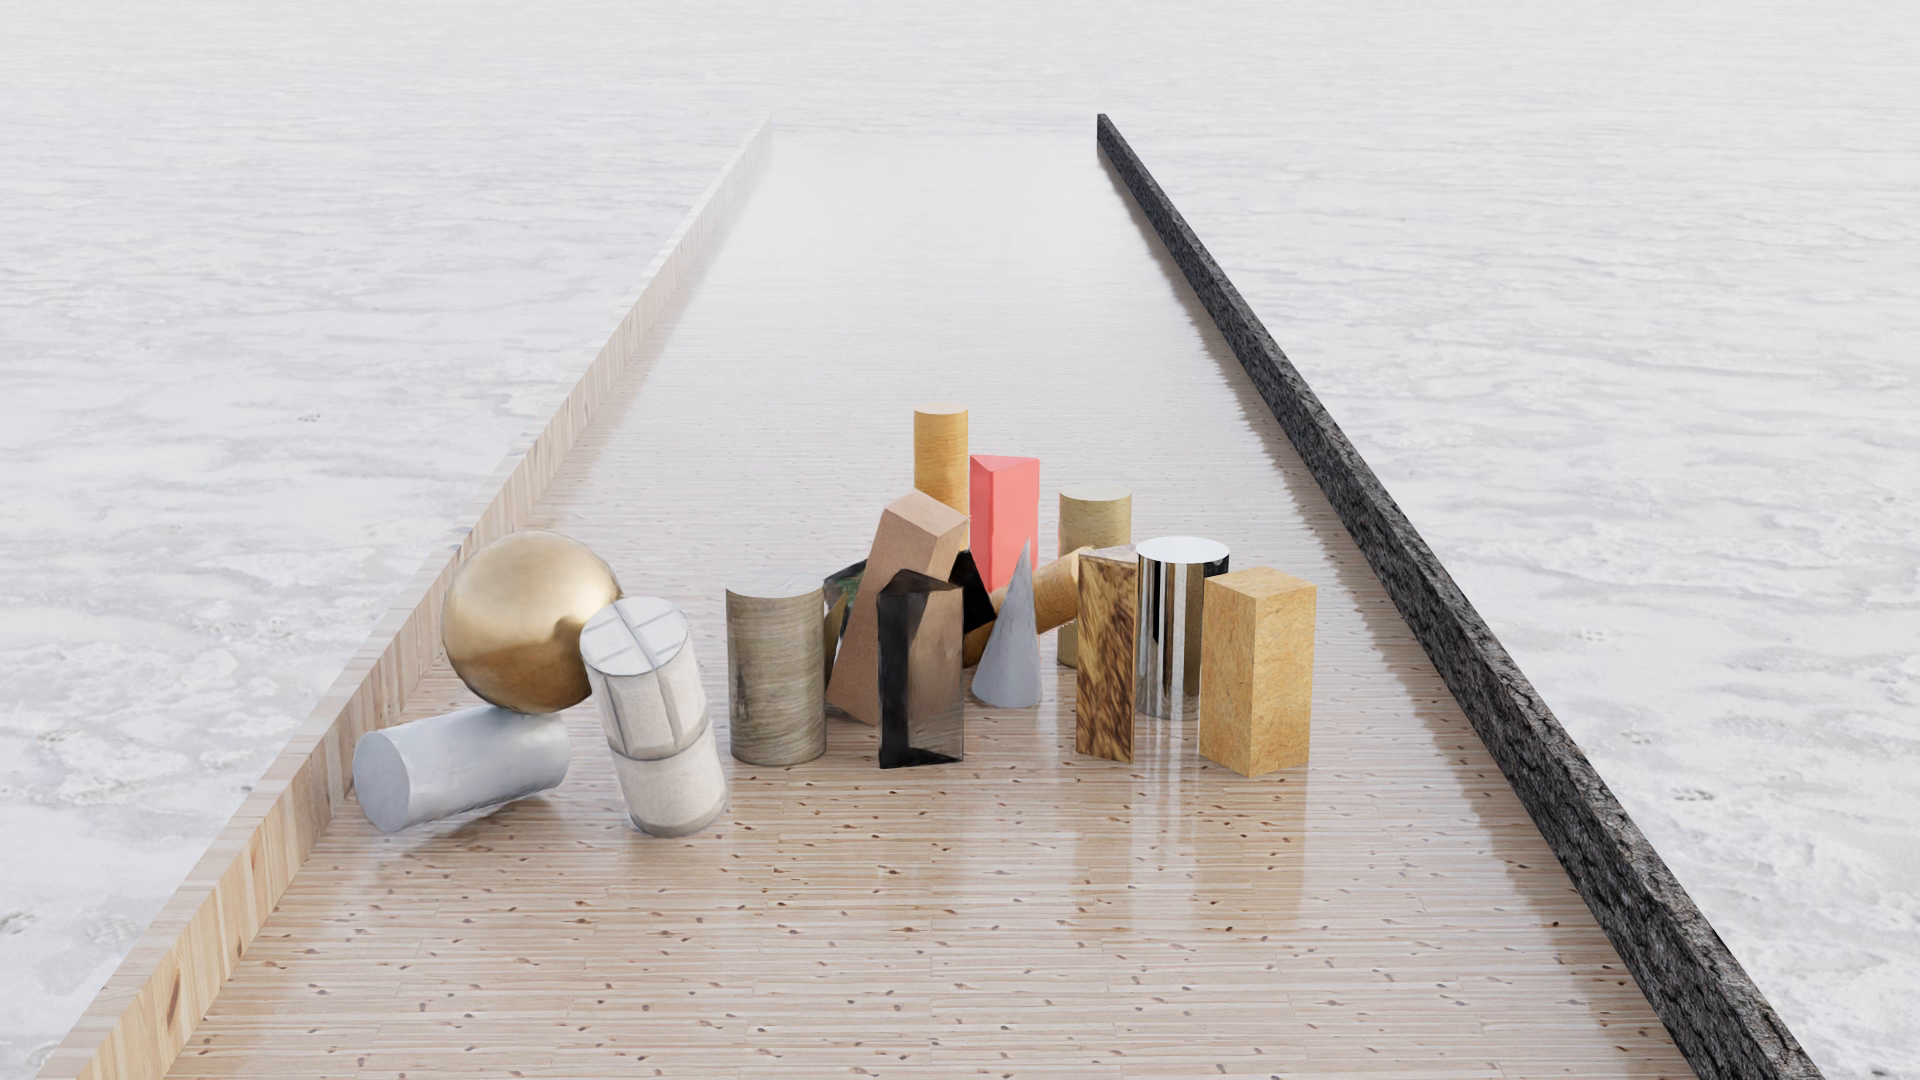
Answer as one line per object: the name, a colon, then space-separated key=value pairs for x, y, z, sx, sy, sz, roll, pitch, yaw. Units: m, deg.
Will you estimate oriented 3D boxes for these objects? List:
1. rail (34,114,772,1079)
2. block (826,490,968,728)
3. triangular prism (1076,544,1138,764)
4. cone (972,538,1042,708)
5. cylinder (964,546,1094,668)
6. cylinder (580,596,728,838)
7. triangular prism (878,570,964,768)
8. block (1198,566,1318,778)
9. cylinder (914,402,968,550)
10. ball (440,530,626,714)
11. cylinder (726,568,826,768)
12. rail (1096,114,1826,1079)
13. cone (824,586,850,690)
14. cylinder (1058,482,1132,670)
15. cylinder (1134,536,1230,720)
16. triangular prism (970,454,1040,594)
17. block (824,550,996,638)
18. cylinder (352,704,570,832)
rail: x=-1.118 y=-0.838 z=7.780 sx=0.050 sy=0.150 sz=12.000 roll=0 pitch=17 yaw=-1
block: x=-0.118 y=0.127 z=4.026 sx=0.116 sy=0.421 sz=0.116 roll=29 pitch=30 yaw=18
triangular prism: x=0.282 y=0.197 z=3.910 sx=0.114 sy=0.372 sz=0.099 roll=10 pitch=19 yaw=30
cone: x=0.108 y=0.138 z=4.144 sx=0.137 sy=0.333 sz=0.137 roll=6 pitch=25 yaw=-3
cylinder: x=0.125 y=0.133 z=4.256 sx=0.379 sy=0.116 sz=0.116 roll=-28 pitch=-6 yaw=41
cylinder: x=-0.485 y=0.287 z=3.513 sx=0.167 sy=0.394 sz=0.167 roll=-4 pitch=44 yaw=3
triangular prism: x=-0.083 y=0.224 z=3.901 sx=0.151 sy=0.323 sz=0.131 roll=-4 pitch=18 yaw=-13
block: x=0.523 y=0.230 z=3.877 sx=0.138 sy=0.329 sz=0.138 roll=-11 pitch=20 yaw=-32
cylinder: x=-0.042 y=-0.099 z=4.866 sx=0.120 sy=0.396 sz=0.120 roll=0 pitch=17 yaw=0
ball: x=-0.701 y=0.135 z=3.631 sx=0.305 sy=0.305 sz=0.305 roll=0 pitch=17 yaw=0
cylinder: x=-0.327 y=0.226 z=3.916 sx=0.173 sy=0.314 sz=0.173 roll=0 pitch=17 yaw=0
rail: x=0.932 y=-0.844 z=7.801 sx=0.050 sy=0.150 sz=12.000 roll=0 pitch=17 yaw=-1
cone: x=-0.245 y=0.178 z=3.988 sx=0.101 sy=0.101 sz=0.424 roll=-6 pitch=-26 yaw=-19
cylinder: x=0.267 y=0.072 z=4.373 sx=0.143 sy=0.350 sz=0.143 roll=0 pitch=17 yaw=0
cylinder: x=0.414 y=0.165 z=4.134 sx=0.174 sy=0.307 sz=0.174 roll=0 pitch=17 yaw=0
triangular prism: x=0.069 y=-0.007 z=4.658 sx=0.127 sy=0.337 sz=0.147 roll=15 pitch=22 yaw=42
block: x=-0.110 y=0.117 z=4.313 sx=0.141 sy=0.141 sz=0.458 roll=-26 pitch=9 yaw=-23
cylinder: x=-0.822 y=0.365 z=3.637 sx=0.166 sy=0.166 sz=0.312 roll=15 pitch=18 yaw=41
